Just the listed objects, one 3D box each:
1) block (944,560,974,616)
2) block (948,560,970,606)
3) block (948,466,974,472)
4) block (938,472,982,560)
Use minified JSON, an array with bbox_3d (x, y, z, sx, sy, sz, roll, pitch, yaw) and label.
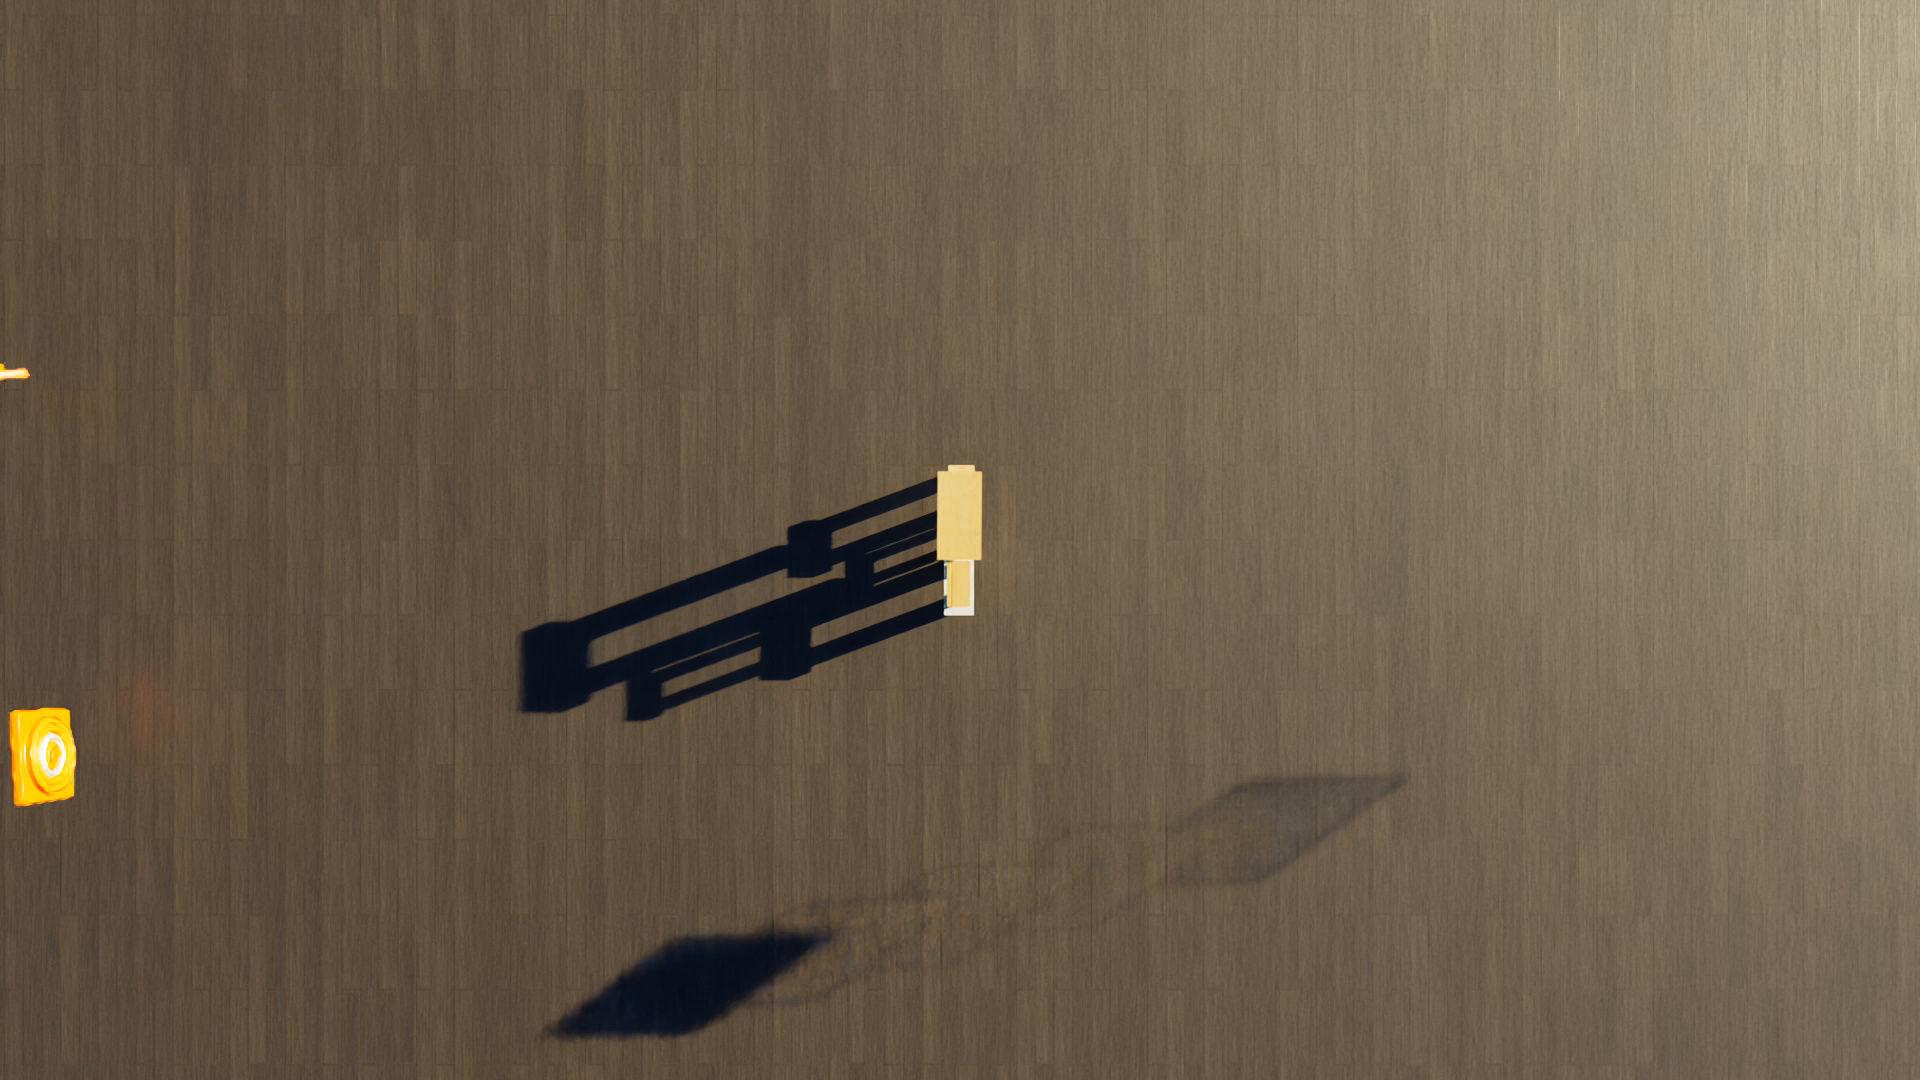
[{"bbox_3d":[-0.003,0.144,5.294,0.096,0.027,0.193,0,90,0],"label":"block"},{"bbox_3d":[-0.004,0.136,5.128,0.071,0.020,0.142,0,90,0],"label":"block"},{"bbox_3d":[0.005,-0.157,5.320,0.084,0.024,0.168,0,90,0],"label":"block"},{"bbox_3d":[-0.002,-0.074,5.022,0.134,0.038,0.267,0,90,0],"label":"block"}]
